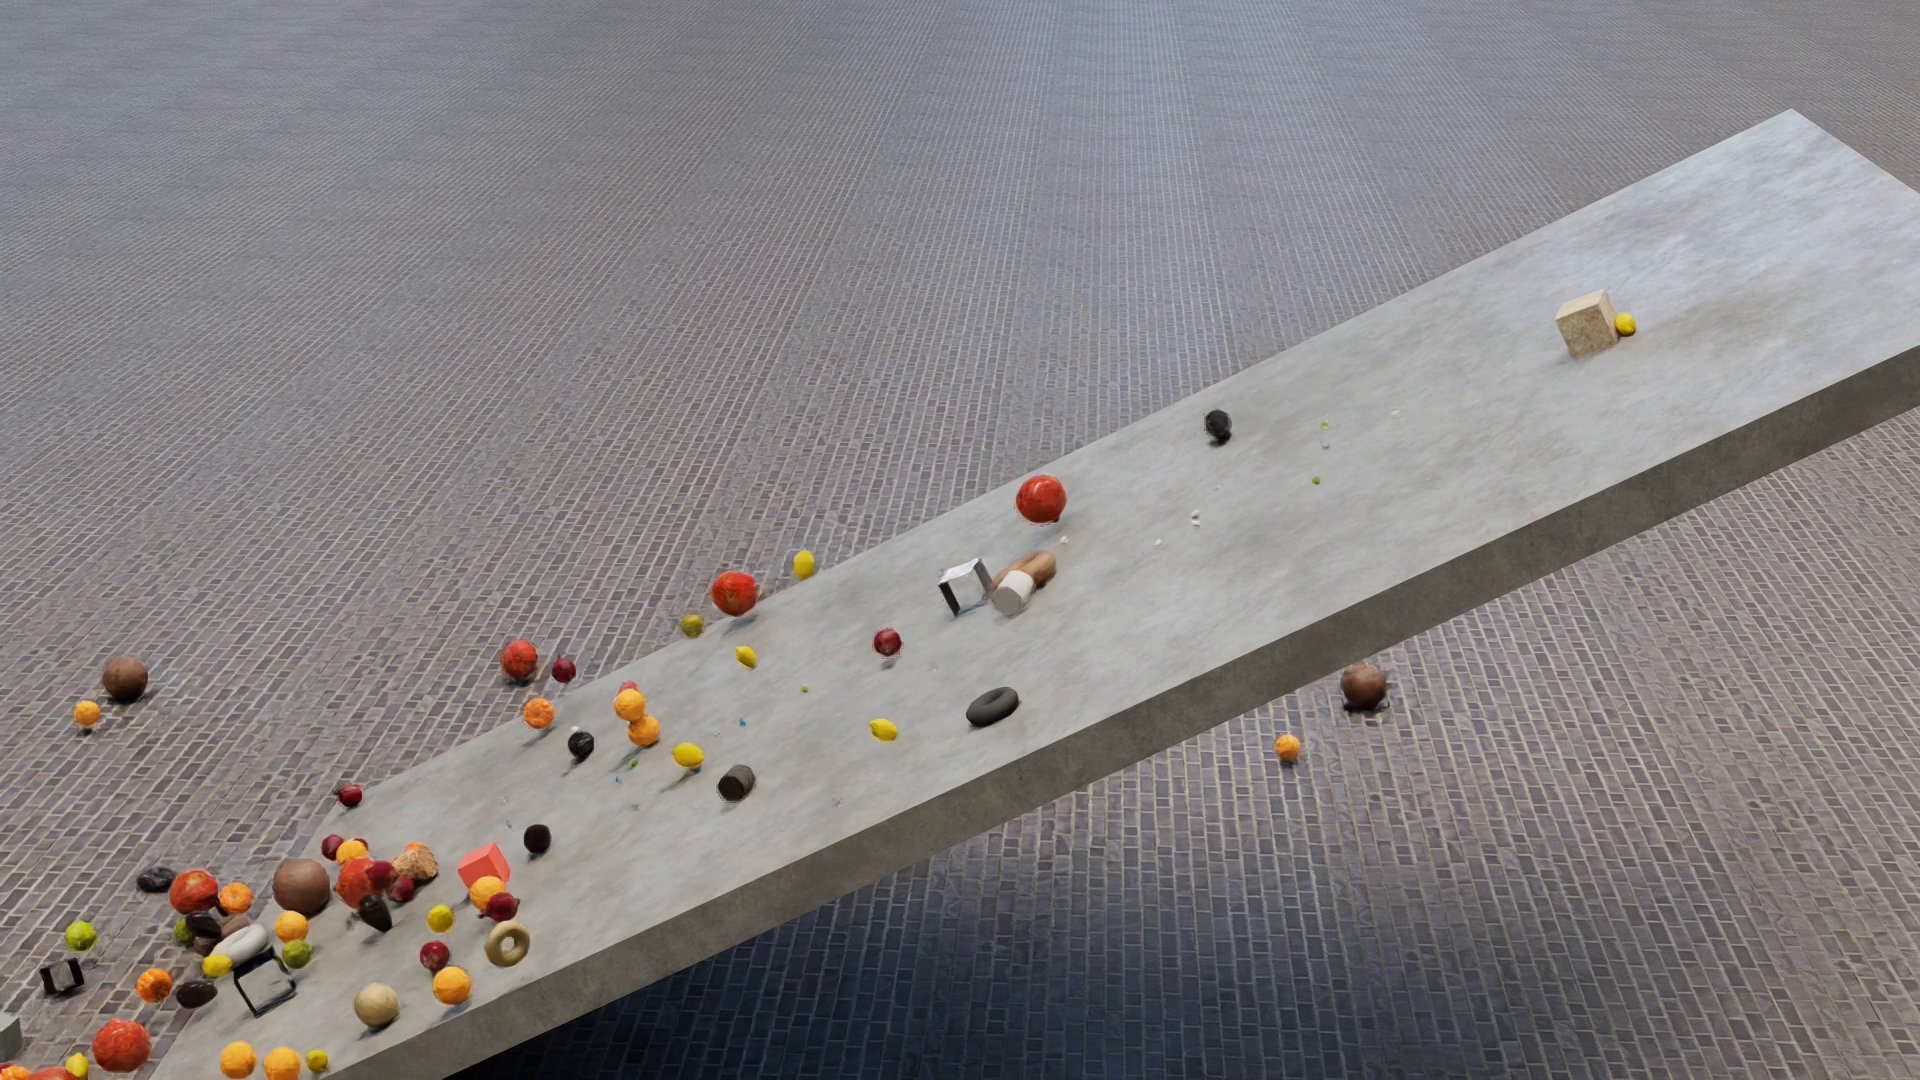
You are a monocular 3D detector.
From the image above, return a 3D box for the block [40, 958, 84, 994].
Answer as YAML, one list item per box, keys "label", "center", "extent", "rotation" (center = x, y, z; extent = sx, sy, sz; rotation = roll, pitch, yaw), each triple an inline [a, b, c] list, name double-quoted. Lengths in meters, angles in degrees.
- label: "block"
  center: [-2.047, 0.995, 6.707]
  extent: [0.061, 0.061, 0.061]
  rotation: [-13, 6, 29]

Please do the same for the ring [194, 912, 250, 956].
- label: "ring"
  center: [-1.712, 0.915, 6.826]
  extent: [0.141, 0.047, 0.141]
  rotation: [-27, 12, 6]

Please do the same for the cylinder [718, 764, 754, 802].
- label: "cylinder"
  center: [-0.449, 0.488, 5.906]
  extent: [0.057, 0.057, 0.057]
  rotation: [6, 22, 18]

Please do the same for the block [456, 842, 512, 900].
- label: "block"
  center: [-1.000, 0.695, 6.185]
  extent: [0.075, 0.075, 0.075]
  rotation: [-26, 14, 8]

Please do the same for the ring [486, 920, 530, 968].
- label: "ring"
  center: [-0.841, 0.751, 5.465]
  extent: [0.090, 0.090, 0.030]
  rotation: [-11, 16, -33]

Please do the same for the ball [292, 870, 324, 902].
- label: "ball"
  center: [-1.508, 0.798, 6.797]
  extent: [0.072, 0.072, 0.072]
  rotation: [0, 17, 0]

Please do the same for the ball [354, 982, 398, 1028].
- label: "ball"
  center: [-1.126, 0.896, 5.672]
  extent: [0.084, 0.084, 0.084]
  rotation: [0, 17, 0]

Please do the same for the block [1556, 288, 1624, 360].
- label: "block"
  center: [1.261, -0.433, 5.896]
  extent: [0.093, 0.093, 0.093]
  rotation: [-20, 15, 28]

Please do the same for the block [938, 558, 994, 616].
- label: "block"
  center: [0.016, 0.102, 6.375]
  extent: [0.081, 0.081, 0.081]
  rotation: [-21, 15, 25]

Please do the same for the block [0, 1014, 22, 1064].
- label: "block"
  center: [-2.101, 1.086, 6.411]
  extent: [0.076, 0.076, 0.076]
  rotation: [3, 17, 11]

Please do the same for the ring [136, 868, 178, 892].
- label: "ring"
  center: [-1.990, 0.842, 7.296]
  extent: [0.102, 0.034, 0.102]
  rotation: [0, 15, 0]

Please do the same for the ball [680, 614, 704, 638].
- label: "ball"
  center: [-0.668, 0.213, 7.338]
  extent: [0.059, 0.059, 0.059]
  rotation: [0, 17, 0]

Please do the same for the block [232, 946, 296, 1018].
- label: "block"
  center: [-1.460, 0.930, 6.178]
  extent: [0.095, 0.095, 0.095]
  rotation: [-30, 14, -9]

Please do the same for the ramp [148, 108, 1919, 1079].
- label: "ramp"
  center: [0.139, 0.168, 6.281]
  extent: [4.000, 0.100, 2.000]
  rotation: [-25, 14, 10]

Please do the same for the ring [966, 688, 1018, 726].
- label: "ring"
  center: [0.062, 0.317, 5.599]
  extent: [0.108, 0.036, 0.108]
  rotation: [-25, 14, 7]

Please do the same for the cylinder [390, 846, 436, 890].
- label: "cylinder"
  center: [-1.203, 0.719, 6.471]
  extent: [0.074, 0.074, 0.074]
  rotation: [-25, 13, 12]

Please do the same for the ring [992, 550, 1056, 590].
- label: "ring"
  center: [0.138, 0.073, 6.307]
  extent: [0.150, 0.050, 0.150]
  rotation: [-28, 10, 6]

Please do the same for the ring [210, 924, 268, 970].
- label: "ring"
  center: [-1.628, 0.920, 6.638]
  extent: [0.144, 0.048, 0.144]
  rotation: [-28, 13, 7]
